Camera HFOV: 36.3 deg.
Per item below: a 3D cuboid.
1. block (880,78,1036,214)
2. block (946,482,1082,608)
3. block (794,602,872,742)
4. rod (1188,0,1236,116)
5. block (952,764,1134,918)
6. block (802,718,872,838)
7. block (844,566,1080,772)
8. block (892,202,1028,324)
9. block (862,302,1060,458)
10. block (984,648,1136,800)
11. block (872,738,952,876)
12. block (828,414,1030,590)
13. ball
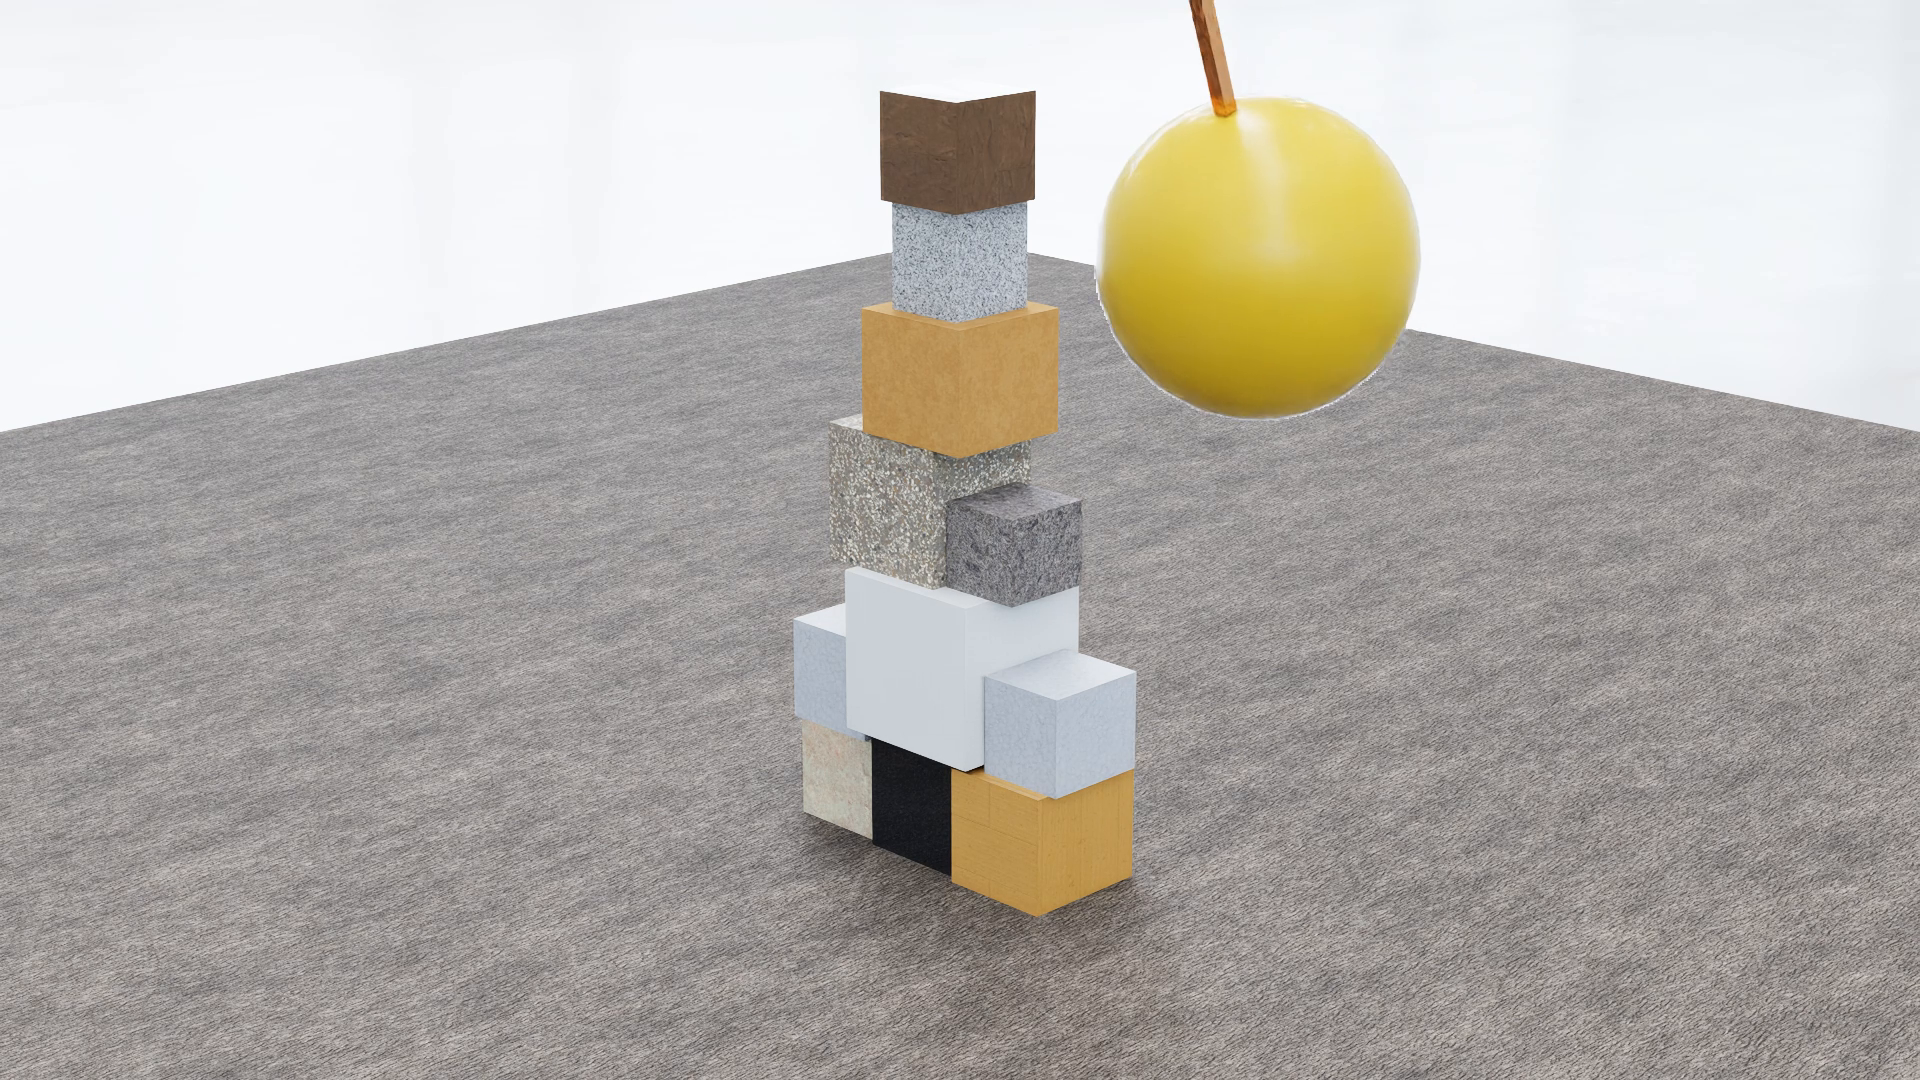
[{"bbox_3d":[-0.010,-1.721,12.791,0.489,0.482,0.472,-17,24,-42],"label":"block"},{"bbox_3d":[0.243,0.016,13.090,0.450,0.400,0.408,-17,24,-42],"label":"block"},{"bbox_3d":[-0.449,0.608,13.976,0.480,0.490,0.488,-17,24,-42],"label":"block"},{"bbox_3d":[0.636,-4.187,12.692,0.080,5.200,0.080,17,44,42],"label":"rod"},{"bbox_3d":[0.375,1.284,13.328,0.630,0.558,0.538,-17,24,-42],"label":"block"},{"bbox_3d":[-0.386,1.079,14.104,0.529,0.485,0.515,-17,24,-42],"label":"block"},{"bbox_3d":[0.009,0.507,13.473,0.735,0.768,0.776,-17,24,-42],"label":"block"},{"bbox_3d":[0.000,-1.262,12.945,0.449,0.487,0.396,-17,24,-42],"label":"block"},{"bbox_3d":[0.001,-0.758,13.105,0.625,0.571,0.616,-17,24,-42],"label":"block"},{"bbox_3d":[0.449,0.816,13.117,0.520,0.462,0.438,-17,24,-42],"label":"block"},{"bbox_3d":[-0.018,1.149,13.701,0.555,0.593,0.559,-17,24,-42],"label":"block"},{"bbox_3d":[-0.139,-0.223,13.436,0.624,0.649,0.679,-17,24,-42],"label":"block"},{"bbox_3d":[1.467,-1.393,14.442,1.600,1.600,1.600,0,17,0],"label":"ball"}]
